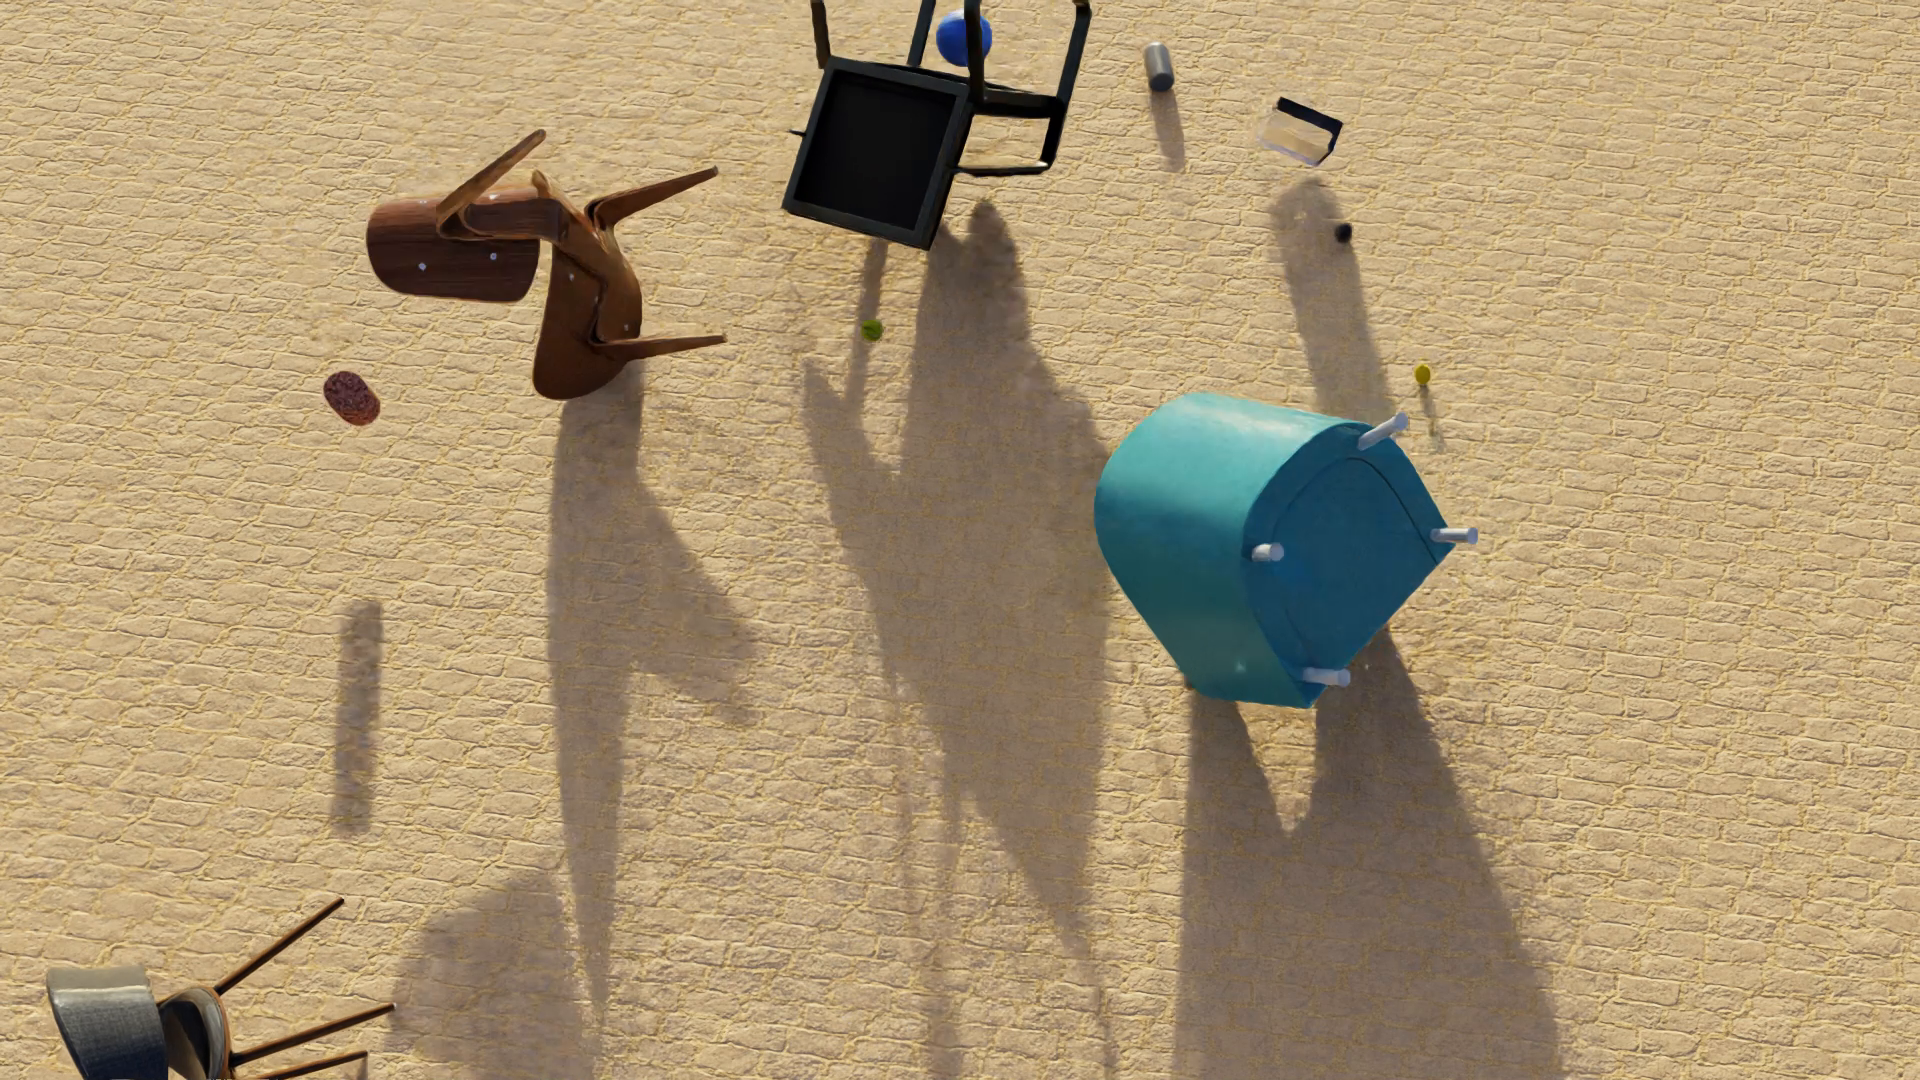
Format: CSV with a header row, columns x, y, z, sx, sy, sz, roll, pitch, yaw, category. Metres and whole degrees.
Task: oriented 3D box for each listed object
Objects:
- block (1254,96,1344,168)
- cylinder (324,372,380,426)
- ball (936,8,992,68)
x,y,z,sx,sy,sz,roll,pitch,yaw,category
1.123,-1.352,7.297,0.224,0.236,0.105,22,86,-3,block
-1.822,-0.424,6.593,0.131,0.164,0.120,29,79,4,cylinder
0.015,-1.701,7.450,0.192,0.192,0.192,0,56,0,ball
